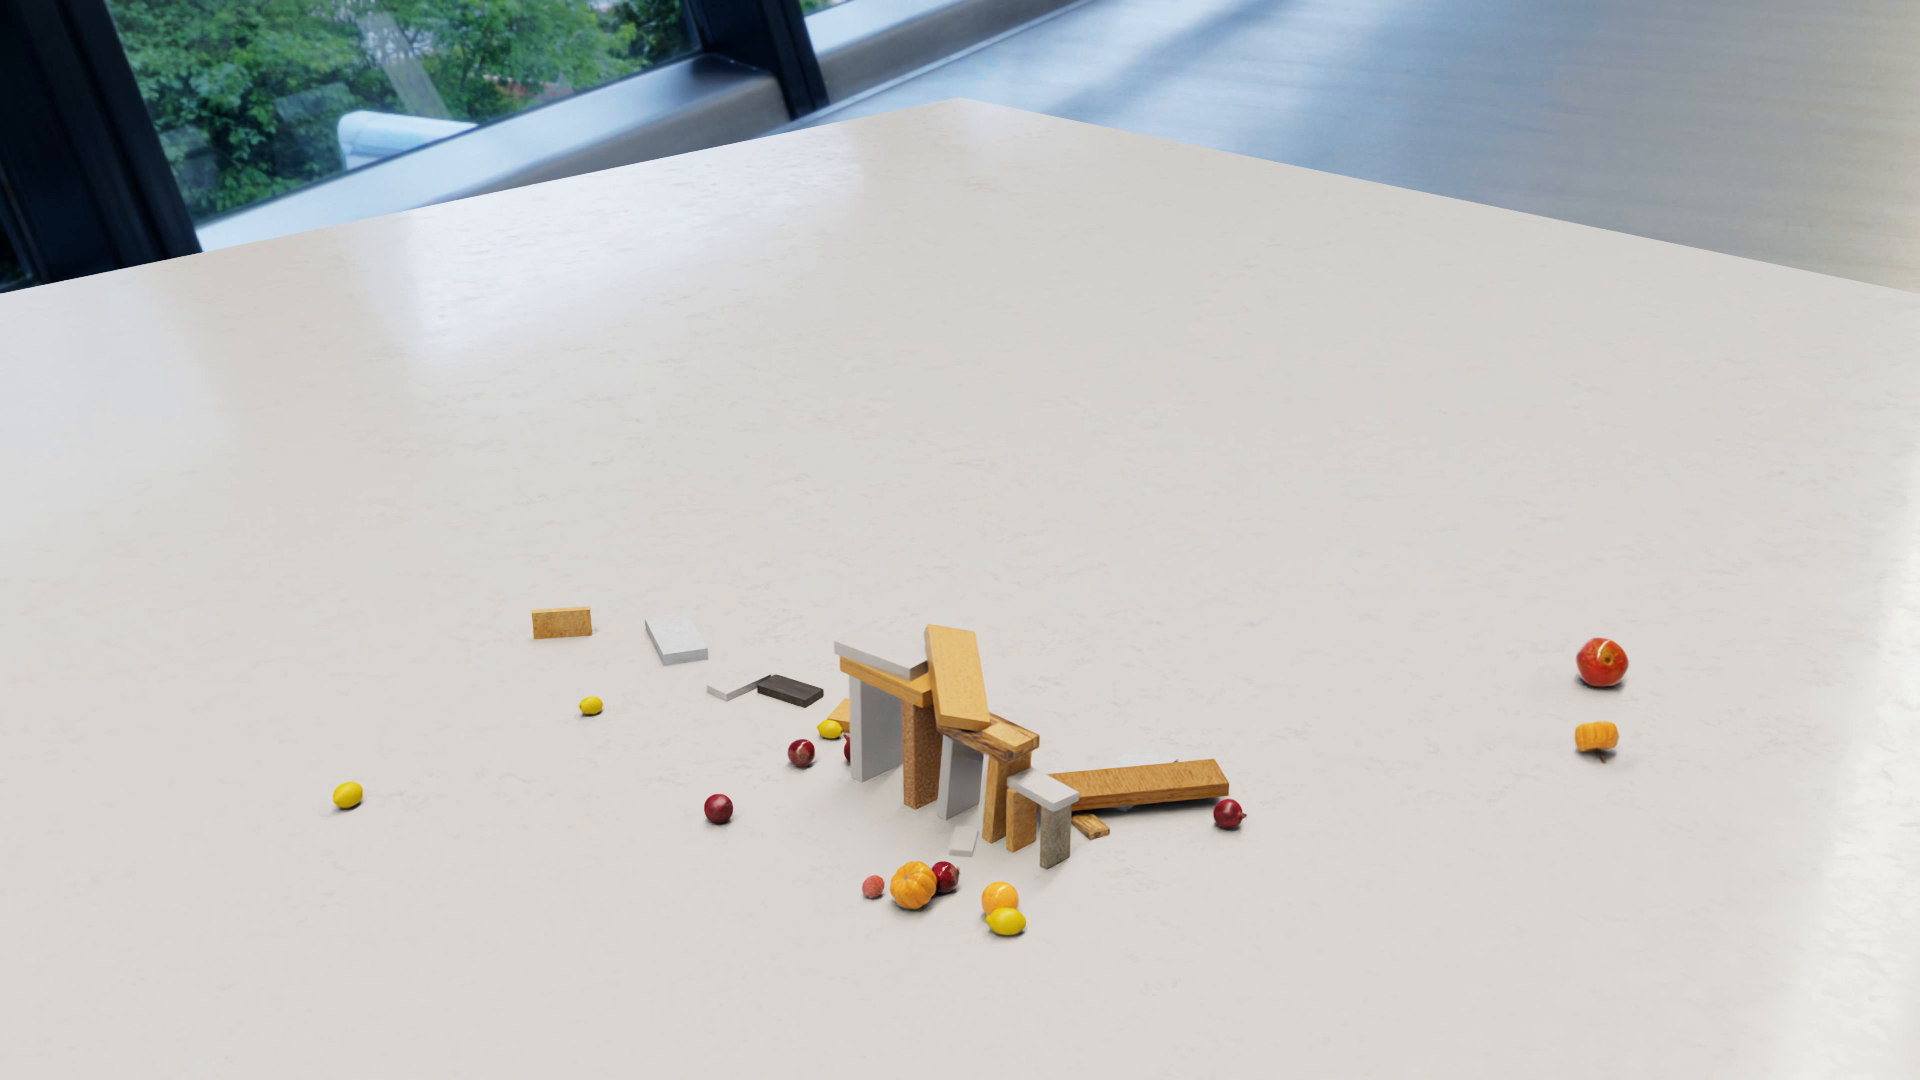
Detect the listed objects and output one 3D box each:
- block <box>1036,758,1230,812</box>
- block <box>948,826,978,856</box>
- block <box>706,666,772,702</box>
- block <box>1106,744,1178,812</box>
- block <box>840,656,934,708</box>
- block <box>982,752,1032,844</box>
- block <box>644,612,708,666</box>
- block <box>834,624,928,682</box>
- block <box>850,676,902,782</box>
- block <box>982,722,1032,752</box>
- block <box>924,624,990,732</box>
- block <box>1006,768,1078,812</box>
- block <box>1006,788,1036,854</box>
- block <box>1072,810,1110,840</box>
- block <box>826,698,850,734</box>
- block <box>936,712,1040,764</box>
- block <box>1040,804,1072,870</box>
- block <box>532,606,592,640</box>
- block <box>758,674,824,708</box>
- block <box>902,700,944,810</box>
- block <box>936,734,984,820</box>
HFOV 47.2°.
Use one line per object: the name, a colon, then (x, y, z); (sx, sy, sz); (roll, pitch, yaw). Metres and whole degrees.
block: (0.343, 0.500, 4.470); (0.392, 0.030, 0.104); (-4, 23, -10)
block: (0.008, 0.595, 4.342); (0.046, 0.013, 0.093); (3, 23, 8)
block: (-0.499, 0.324, 4.973); (0.068, 0.019, 0.136); (20, 30, 39)
block: (0.354, 0.493, 4.561); (0.104, 0.030, 0.209); (15, 27, 32)
block: (-0.118, 0.269, 4.468); (0.240, 0.034, 0.120); (21, 31, 40)
block: (0.093, 0.497, 4.342); (0.027, 0.192, 0.096); (27, 35, 38)
block: (-0.668, 0.232, 5.176); (0.104, 0.030, 0.209); (-8, 24, -18)
block: (-0.147, 0.229, 4.480); (0.204, 0.029, 0.102); (18, 29, 36)
block: (-0.173, 0.373, 4.574); (0.034, 0.240, 0.120); (21, 31, 40)
block: (0.091, 0.384, 4.274); (0.046, 0.013, 0.093); (-20, 30, -39)
block: (-0.007, 0.273, 4.382); (0.102, 0.029, 0.260); (10, 38, -17)
block: (0.160, 0.483, 4.258); (0.067, 0.019, 0.133); (-19, 29, -37)
block: (0.121, 0.541, 4.315); (0.019, 0.133, 0.067); (21, 31, 40)
block: (0.256, 0.568, 4.404); (0.046, 0.013, 0.093); (-12, 26, -25)
block: (-0.176, 0.395, 4.793); (0.204, 0.029, 0.102); (8, 24, 18)
block: (0.054, 0.380, 4.335); (0.096, 0.027, 0.192); (-21, 31, -40)
block: (0.185, 0.566, 4.257); (0.019, 0.133, 0.067); (22, 31, 40)
block: (-0.943, 0.196, 5.212); (0.136, 0.068, 0.019); (-3, 23, -8)
block: (-0.381, 0.339, 4.938); (0.136, 0.019, 0.068); (15, 27, 31)
block: (-0.061, 0.416, 4.471); (0.120, 0.240, 0.034); (-21, 30, -41)
block: (0.003, 0.462, 4.424); (0.096, 0.192, 0.027); (-21, 37, -41)
